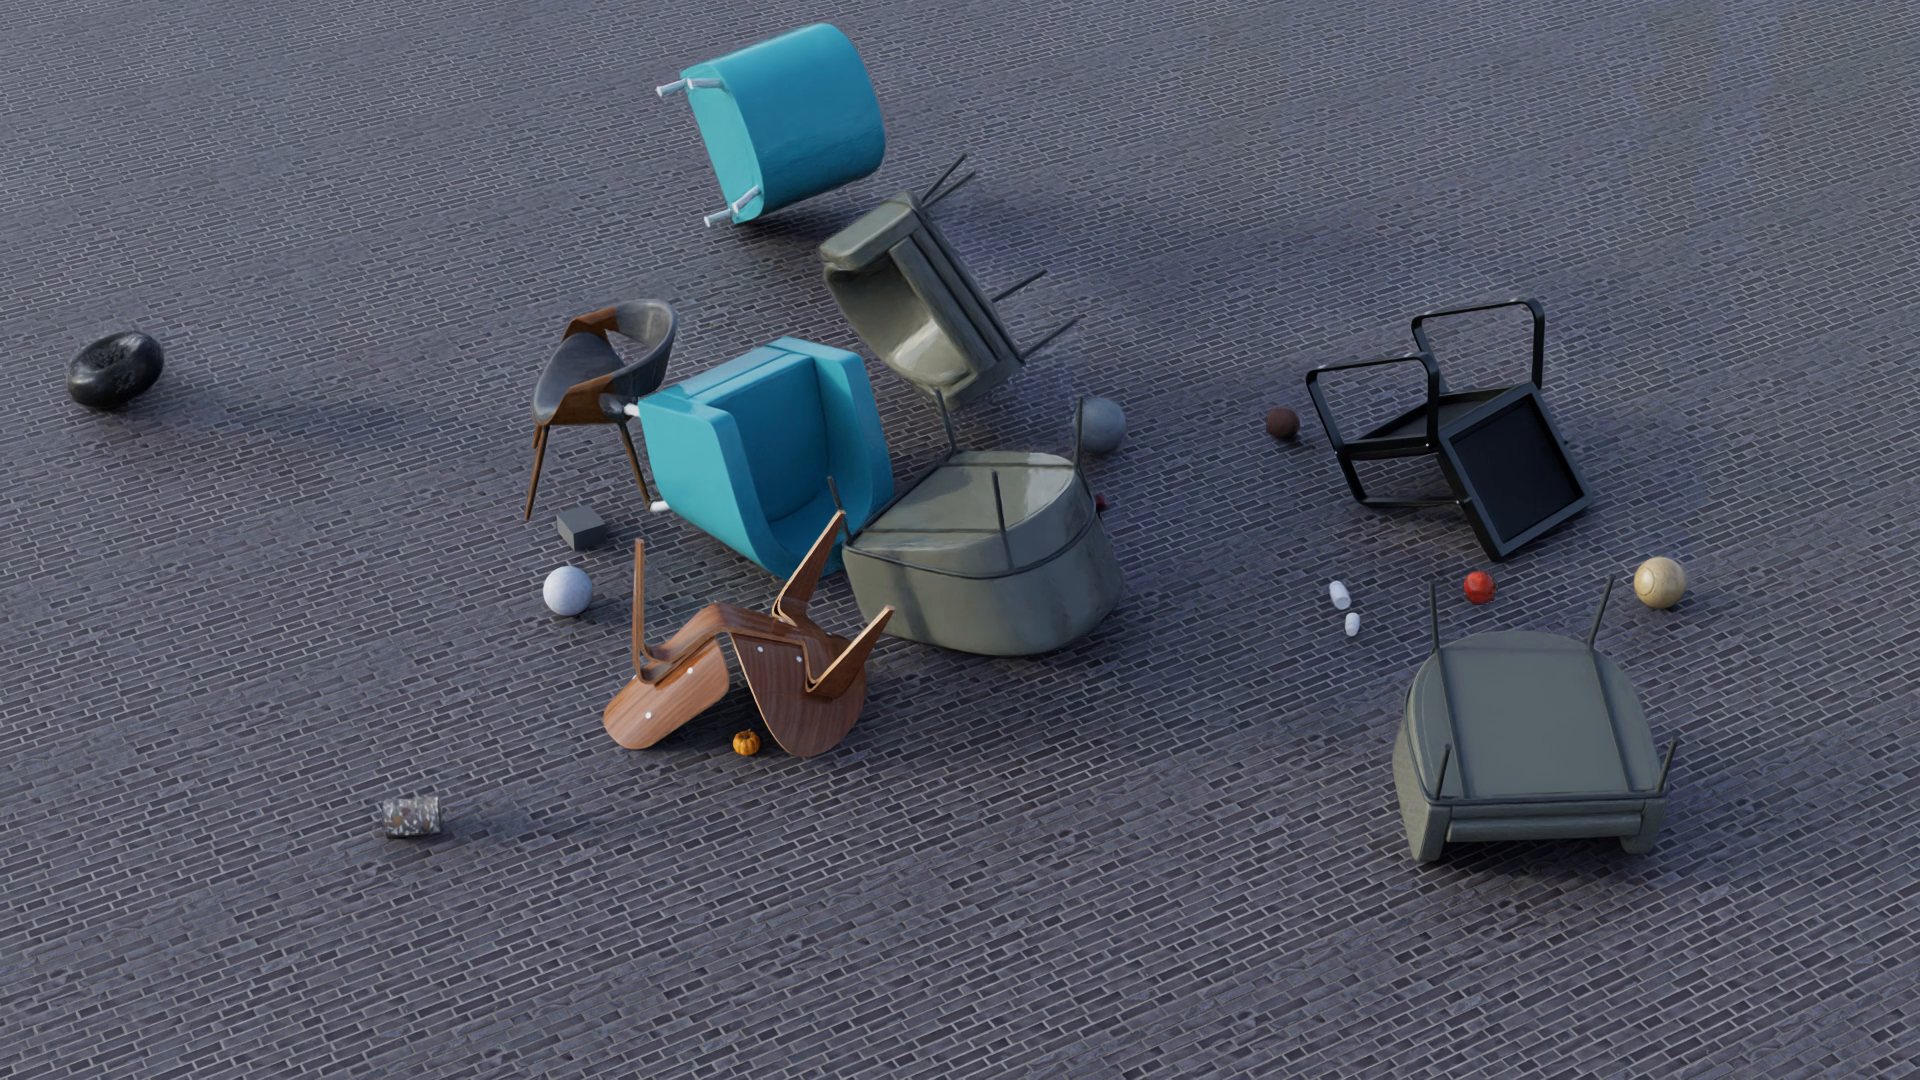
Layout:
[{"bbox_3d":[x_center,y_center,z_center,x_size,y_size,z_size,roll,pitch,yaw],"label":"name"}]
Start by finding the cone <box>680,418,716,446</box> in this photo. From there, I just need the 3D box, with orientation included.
[{"bbox_3d":[-1.041,-0.411,11.525,0.162,0.094,0.095,-5,59,33],"label":"cone"}]

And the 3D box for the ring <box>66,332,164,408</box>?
[{"bbox_3d":[-3.393,-0.684,11.777,0.402,0.165,0.387,-29,37,-13],"label":"ring"}]

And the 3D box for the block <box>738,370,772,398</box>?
[{"bbox_3d":[-0.828,-0.631,11.845,0.115,0.064,0.079,20,38,28],"label":"block"}]

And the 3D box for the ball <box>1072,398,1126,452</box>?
[{"bbox_3d":[0.542,-0.447,11.429,0.213,0.213,0.213,0,33,0],"label":"ball"}]

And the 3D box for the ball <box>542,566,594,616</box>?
[{"bbox_3d":[-1.403,0.183,10.505,0.179,0.179,0.179,0,33,0],"label":"ball"}]

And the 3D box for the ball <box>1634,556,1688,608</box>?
[{"bbox_3d":[2.519,0.153,10.541,0.188,0.188,0.188,0,33,0],"label":"ball"}]

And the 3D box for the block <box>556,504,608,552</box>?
[{"bbox_3d":[-1.412,-0.046,10.942,0.131,0.078,0.154,-18,37,-25],"label":"block"}]

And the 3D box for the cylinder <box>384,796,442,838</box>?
[{"bbox_3d":[-1.768,0.893,9.470,0.172,0.134,0.113,-4,52,-6],"label":"cylinder"}]
